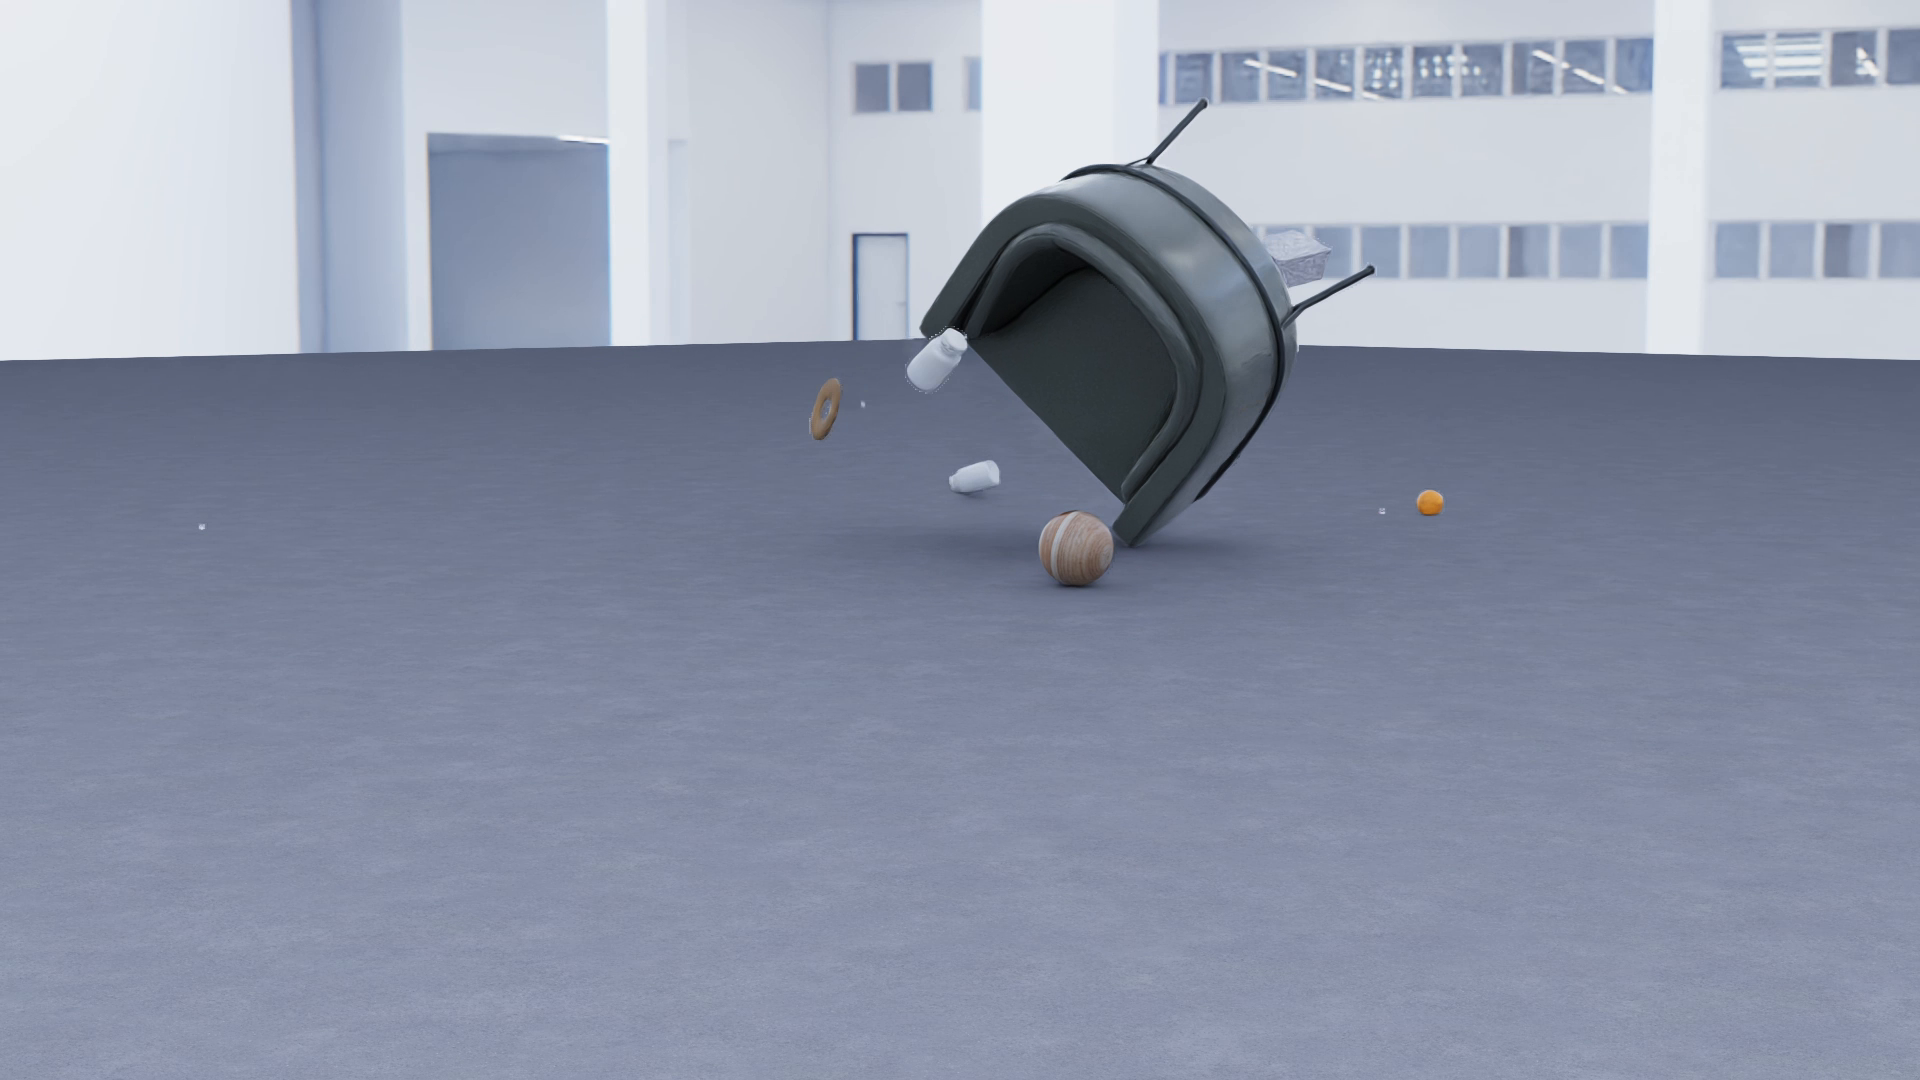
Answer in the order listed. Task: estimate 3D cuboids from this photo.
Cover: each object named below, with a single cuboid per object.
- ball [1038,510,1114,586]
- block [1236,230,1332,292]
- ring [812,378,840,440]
[{"bbox_3d":[0.247,0.017,5.462,0.161,0.161,0.161,0,6,0],"label":"ball"},{"bbox_3d":[0.819,-0.707,6.484,0.123,0.084,0.212,33,34,32],"label":"block"},{"bbox_3d":[-0.445,-0.434,8.507,0.082,0.220,0.026,16,10,2],"label":"ring"}]
